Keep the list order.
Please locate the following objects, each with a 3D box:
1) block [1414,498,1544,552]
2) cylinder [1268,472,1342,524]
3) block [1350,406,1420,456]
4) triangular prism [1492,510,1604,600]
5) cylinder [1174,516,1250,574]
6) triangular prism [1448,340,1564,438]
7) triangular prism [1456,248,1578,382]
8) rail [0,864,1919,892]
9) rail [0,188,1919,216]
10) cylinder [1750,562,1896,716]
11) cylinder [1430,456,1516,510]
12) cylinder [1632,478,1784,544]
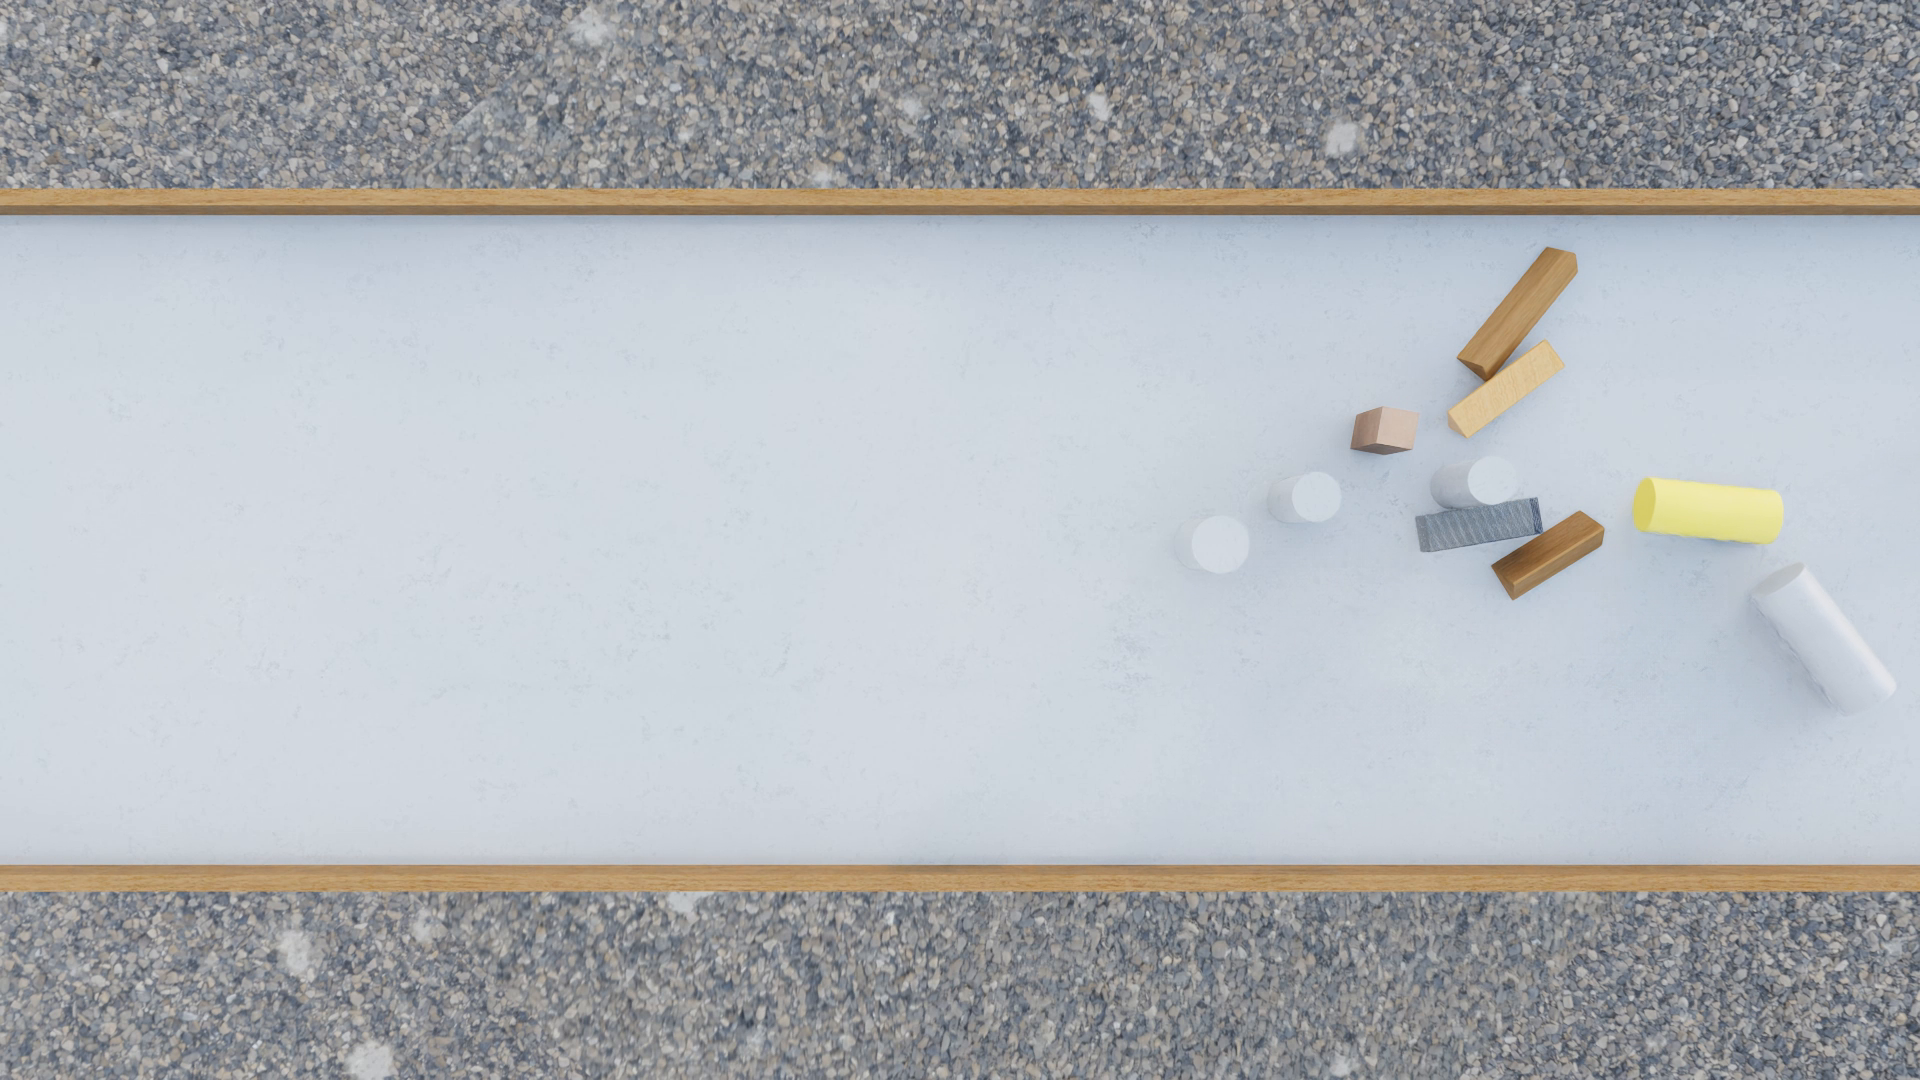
[{"bbox_3d":[1.578,-0.046,5.021,0.344,0.111,0.111,-10,90,0],"label":"block"},{"bbox_3d":[1.016,-0.122,4.887,0.142,0.379,0.142,0,90,0],"label":"cylinder"},{"bbox_3d":[1.263,-0.324,4.917,0.108,0.319,0.108,10,90,0],"label":"block"},{"bbox_3d":[1.803,0.048,5.019,0.322,0.109,0.126,-32,90,0],"label":"triangular prism"},{"bbox_3d":[0.742,0.013,4.887,0.165,0.379,0.165,0,90,0],"label":"cylinder"},{"bbox_3d":[1.646,-0.468,5.011,0.369,0.102,0.089,-37,121,0],"label":"triangular prism"},{"bbox_3d":[1.713,-0.692,5.020,0.123,0.107,0.440,39,90,0],"label":"triangular prism"},{"bbox_3d":[-2.247,1.025,5.001,12.000,0.150,0.050,0,90,0],"label":"rail"},{"bbox_3d":[-2.247,-1.025,5.002,12.000,0.150,0.050,0,90,0],"label":"rail"},{"bbox_3d":[2.608,0.301,4.988,0.178,0.178,0.450,-38,90,0],"label":"cylinder"},{"bbox_3d":[1.514,-0.166,4.884,0.138,0.384,0.138,0,89,0],"label":"cylinder"},{"bbox_3d":[2.262,-0.086,4.995,0.383,0.163,0.163,6,90,0],"label":"cylinder"}]
